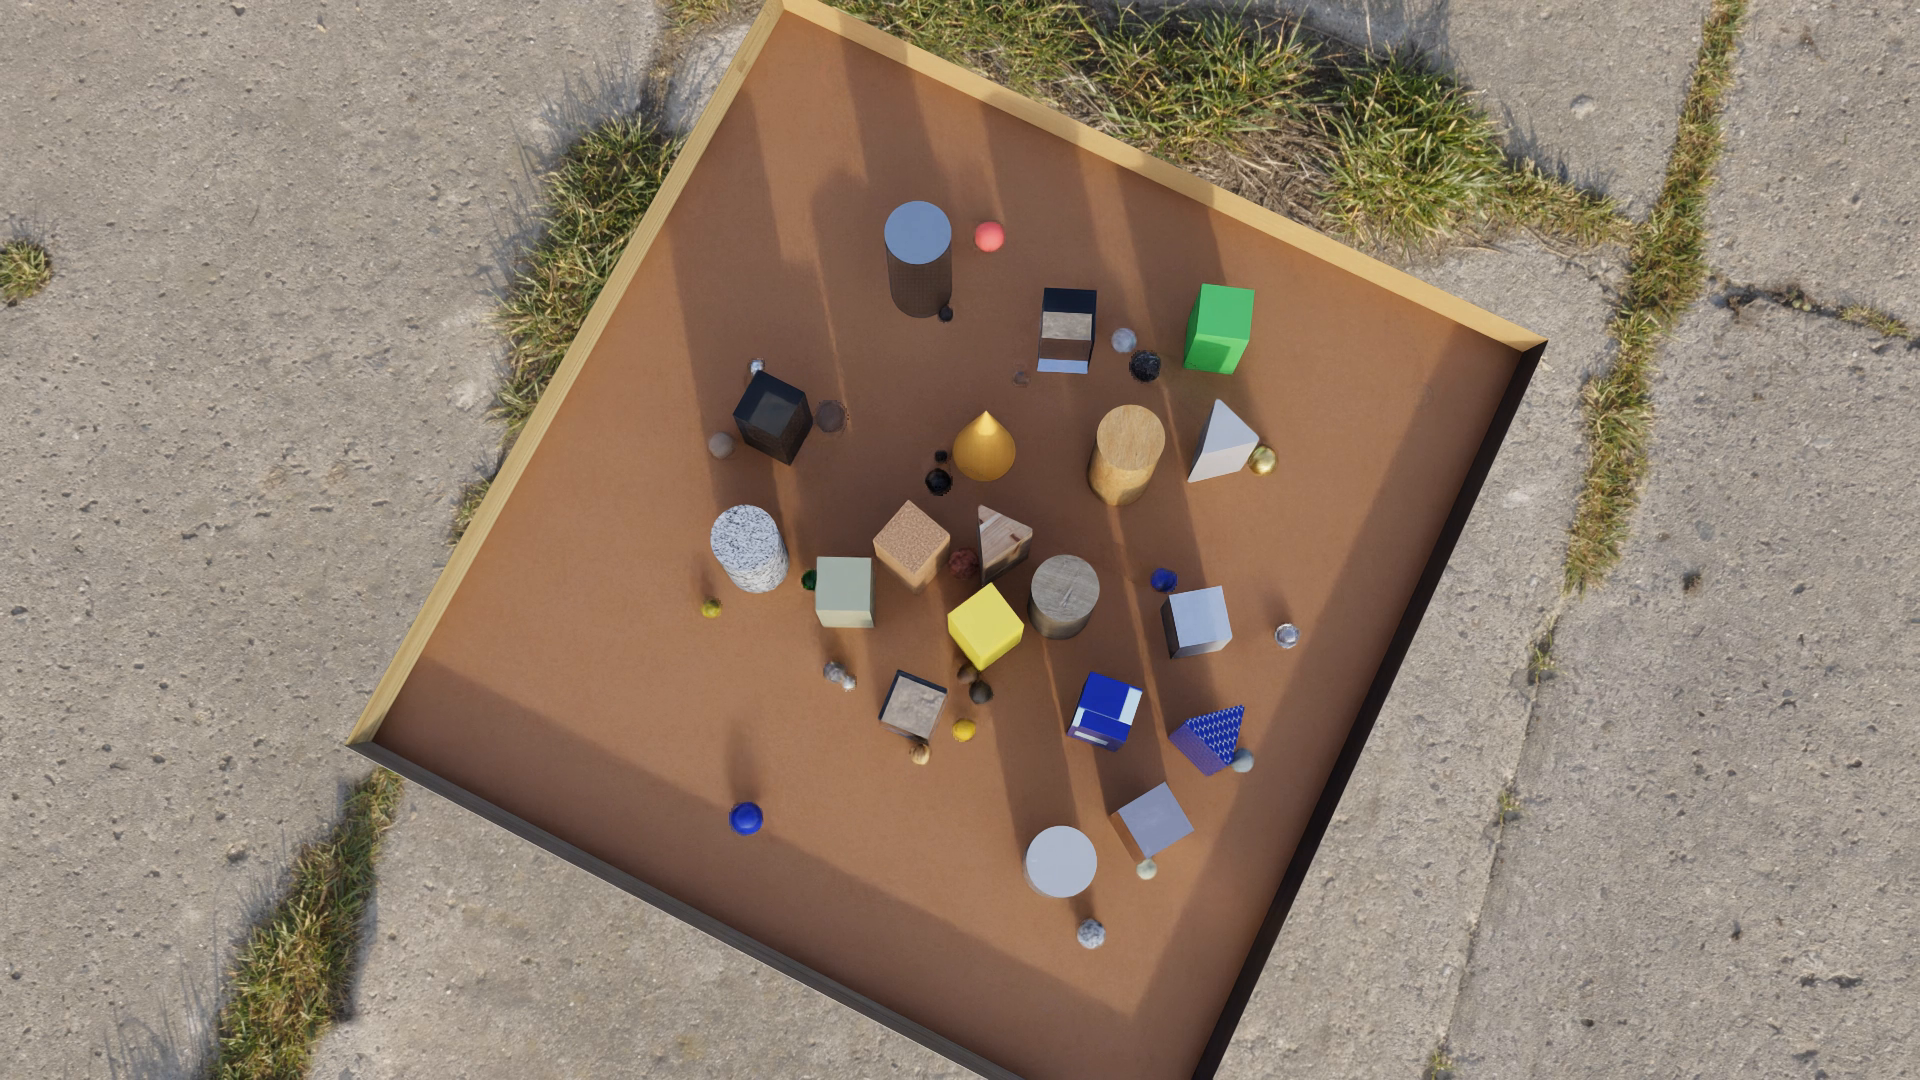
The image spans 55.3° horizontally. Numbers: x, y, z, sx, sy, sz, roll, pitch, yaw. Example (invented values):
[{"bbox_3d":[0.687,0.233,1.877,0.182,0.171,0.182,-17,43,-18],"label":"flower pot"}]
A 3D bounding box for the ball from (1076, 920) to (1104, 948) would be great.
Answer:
[{"bbox_3d":[0.381,1.146,5.337,0.082,0.082,0.082,0,78,0],"label":"ball"}]

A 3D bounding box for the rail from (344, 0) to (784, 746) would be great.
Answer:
[{"bbox_3d":[-1.175,-0.568,5.668,0.045,0.127,2.727,26,80,5],"label":"rail"}]

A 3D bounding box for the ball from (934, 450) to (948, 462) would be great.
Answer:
[{"bbox_3d":[-0.058,-0.259,5.649,0.040,0.040,0.040,0,78,0],"label":"ball"}]

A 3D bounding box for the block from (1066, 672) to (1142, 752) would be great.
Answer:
[{"bbox_3d":[0.418,0.504,5.337,0.156,0.344,0.156,19,79,4],"label":"block"}]

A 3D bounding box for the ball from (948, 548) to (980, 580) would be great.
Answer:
[{"bbox_3d":[0.011,0.072,5.552,0.097,0.097,0.097,0,78,0],"label":"ball"}]

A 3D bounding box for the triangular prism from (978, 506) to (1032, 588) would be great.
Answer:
[{"bbox_3d":[0.097,0.000,5.419,0.169,0.386,0.146,-34,80,-7],"label":"triangular prism"}]

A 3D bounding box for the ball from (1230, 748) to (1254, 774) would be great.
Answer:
[{"bbox_3d":[0.836,0.657,5.444,0.072,0.072,0.072,0,78,0],"label":"ball"}]

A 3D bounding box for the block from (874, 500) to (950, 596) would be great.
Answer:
[{"bbox_3d":[-0.140,0.028,5.426,0.156,0.362,0.156,40,81,8],"label":"block"}]

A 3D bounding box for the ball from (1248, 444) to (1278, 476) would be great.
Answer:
[{"bbox_3d":[0.928,-0.245,5.620,0.093,0.093,0.093,0,78,0],"label":"ball"}]

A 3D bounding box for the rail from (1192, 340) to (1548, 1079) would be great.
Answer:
[{"bbox_3d":[1.175,0.582,5.430,0.045,0.127,2.727,26,80,5],"label":"rail"}]

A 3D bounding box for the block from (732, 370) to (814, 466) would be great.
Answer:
[{"bbox_3d":[-0.559,-0.365,5.520,0.156,0.337,0.156,27,80,5],"label":"block"}]

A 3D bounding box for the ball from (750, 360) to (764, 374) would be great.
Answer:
[{"bbox_3d":[-0.633,-0.537,5.705,0.045,0.045,0.045,0,78,0],"label":"ball"}]

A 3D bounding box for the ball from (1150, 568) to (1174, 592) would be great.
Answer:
[{"bbox_3d":[0.613,0.121,5.554,0.073,0.073,0.073,0,78,0],"label":"ball"}]

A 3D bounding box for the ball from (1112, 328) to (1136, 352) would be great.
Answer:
[{"bbox_3d":[0.511,-0.621,5.706,0.078,0.078,0.078,0,78,0],"label":"ball"}]

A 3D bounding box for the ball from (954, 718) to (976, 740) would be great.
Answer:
[{"bbox_3d":[0.014,0.563,5.466,0.066,0.066,0.066,0,78,0],"label":"ball"}]

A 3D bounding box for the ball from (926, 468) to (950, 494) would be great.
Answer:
[{"bbox_3d":[-0.067,-0.180,5.615,0.076,0.076,0.076,0,78,0],"label":"ball"}]

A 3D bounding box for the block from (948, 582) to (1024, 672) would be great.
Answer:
[{"bbox_3d":[0.074,0.261,5.395,0.156,0.327,0.156,-36,81,-7],"label":"block"}]

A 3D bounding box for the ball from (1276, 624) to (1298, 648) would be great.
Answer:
[{"bbox_3d":[0.985,0.289,5.521,0.071,0.071,0.071,0,78,0],"label":"ball"}]

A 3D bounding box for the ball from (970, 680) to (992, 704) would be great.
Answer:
[{"bbox_3d":[0.062,0.456,5.487,0.069,0.069,0.069,0,78,0],"label":"ball"}]

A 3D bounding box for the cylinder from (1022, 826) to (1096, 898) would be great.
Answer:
[{"bbox_3d":[0.280,0.923,5.231,0.195,0.380,0.195,0,78,0],"label":"cylinder"}]

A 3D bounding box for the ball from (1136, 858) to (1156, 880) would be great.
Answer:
[{"bbox_3d":[0.548,0.966,5.385,0.061,0.061,0.061,0,78,0],"label":"ball"}]

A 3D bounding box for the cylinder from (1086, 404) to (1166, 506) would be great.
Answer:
[{"bbox_3d":[0.487,-0.246,5.440,0.195,0.446,0.195,0,78,0],"label":"cylinder"}]

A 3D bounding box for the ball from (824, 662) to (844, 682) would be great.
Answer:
[{"bbox_3d":[-0.378,0.396,5.502,0.064,0.064,0.064,0,78,0],"label":"ball"}]

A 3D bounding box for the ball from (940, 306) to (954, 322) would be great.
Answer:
[{"bbox_3d":[-0.042,-0.708,5.739,0.047,0.047,0.047,0,78,0],"label":"ball"}]

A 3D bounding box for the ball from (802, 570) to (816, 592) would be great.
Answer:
[{"bbox_3d":[-0.446,0.122,5.547,0.067,0.067,0.067,0,78,0],"label":"ball"}]

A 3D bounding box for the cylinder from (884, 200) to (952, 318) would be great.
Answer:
[{"bbox_3d":[-0.122,-0.842,5.544,0.195,0.483,0.195,0,78,0],"label":"cylinder"}]

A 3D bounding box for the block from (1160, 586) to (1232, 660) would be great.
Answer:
[{"bbox_3d":[0.699,0.247,5.438,0.156,0.249,0.156,-10,78,-2],"label":"block"}]

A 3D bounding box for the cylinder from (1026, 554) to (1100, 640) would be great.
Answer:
[{"bbox_3d":[0.301,0.173,5.401,0.195,0.353,0.195,0,78,0],"label":"cylinder"}]

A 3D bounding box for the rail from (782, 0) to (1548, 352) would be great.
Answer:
[{"bbox_3d":[0.599,-1.167,5.792,2.674,0.127,0.045,26,80,5],"label":"rail"}]

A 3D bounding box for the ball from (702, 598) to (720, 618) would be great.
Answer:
[{"bbox_3d":[-0.754,0.207,5.544,0.057,0.057,0.057,0,78,0],"label":"ball"}]

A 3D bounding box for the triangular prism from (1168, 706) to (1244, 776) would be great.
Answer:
[{"bbox_3d":[0.734,0.554,5.280,0.146,0.435,0.169,-44,82,-8],"label":"triangular prism"}]

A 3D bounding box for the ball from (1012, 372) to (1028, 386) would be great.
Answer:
[{"bbox_3d":[0.188,-0.501,5.695,0.049,0.049,0.049,0,78,0],"label":"ball"}]

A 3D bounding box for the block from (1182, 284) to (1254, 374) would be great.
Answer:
[{"bbox_3d":[0.783,-0.637,5.570,0.156,0.349,0.156,8,78,2],"label":"block"}]

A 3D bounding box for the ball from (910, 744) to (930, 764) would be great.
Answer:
[{"bbox_3d":[-0.118,0.637,5.452,0.063,0.063,0.063,0,78,0],"label":"ball"}]

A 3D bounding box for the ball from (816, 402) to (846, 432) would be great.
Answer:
[{"bbox_3d":[-0.398,-0.377,5.647,0.094,0.094,0.094,0,78,0],"label":"ball"}]

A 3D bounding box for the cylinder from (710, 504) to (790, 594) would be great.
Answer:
[{"bbox_3d":[-0.618,0.031,5.426,0.195,0.360,0.195,0,78,0],"label":"cylinder"}]

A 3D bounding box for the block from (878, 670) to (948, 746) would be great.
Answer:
[{"bbox_3d":[-0.136,0.496,5.391,0.156,0.241,0.156,22,79,4],"label":"block"}]

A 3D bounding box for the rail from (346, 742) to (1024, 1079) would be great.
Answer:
[{"bbox_3d":[-0.599,1.180,5.307,2.674,0.127,0.045,26,80,5],"label":"rail"}]

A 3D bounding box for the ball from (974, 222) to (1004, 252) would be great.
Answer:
[{"bbox_3d":[0.092,-0.955,5.766,0.095,0.095,0.095,0,78,0],"label":"ball"}]

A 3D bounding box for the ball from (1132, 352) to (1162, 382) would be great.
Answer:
[{"bbox_3d":[0.579,-0.537,5.680,0.094,0.094,0.094,0,78,0],"label":"ball"}]

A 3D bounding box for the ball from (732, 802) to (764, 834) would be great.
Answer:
[{"bbox_3d":[-0.626,0.820,5.398,0.096,0.096,0.096,0,78,0],"label":"ball"}]

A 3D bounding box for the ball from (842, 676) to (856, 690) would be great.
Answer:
[{"bbox_3d":[-0.335,0.428,5.507,0.041,0.041,0.041,0,78,0],"label":"ball"}]

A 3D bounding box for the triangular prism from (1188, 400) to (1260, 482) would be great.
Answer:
[{"bbox_3d":[0.768,-0.305,5.496,0.169,0.359,0.146,-14,79,-3],"label":"triangular prism"}]

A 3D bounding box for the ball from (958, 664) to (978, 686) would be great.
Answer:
[{"bbox_3d":[0.024,0.404,5.501,0.063,0.063,0.063,0,78,0],"label":"ball"}]

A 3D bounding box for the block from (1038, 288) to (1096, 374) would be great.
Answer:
[{"bbox_3d":[0.324,-0.634,5.576,0.156,0.335,0.156,3,78,1],"label":"block"}]

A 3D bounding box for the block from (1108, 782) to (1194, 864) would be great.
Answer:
[{"bbox_3d":[0.544,0.814,5.264,0.156,0.361,0.156,-30,80,-6],"label":"block"}]

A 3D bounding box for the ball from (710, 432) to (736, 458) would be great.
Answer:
[{"bbox_3d":[-0.730,-0.291,5.636,0.081,0.081,0.081,0,78,0],"label":"ball"}]

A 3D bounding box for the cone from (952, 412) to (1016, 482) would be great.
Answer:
[{"bbox_3d":[0.075,-0.322,5.448,0.195,0.460,0.195,0,78,0],"label":"cone"}]

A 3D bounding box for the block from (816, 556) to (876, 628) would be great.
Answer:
[{"bbox_3d":[-0.336,0.158,5.425,0.156,0.310,0.156,1,78,0],"label":"block"}]
